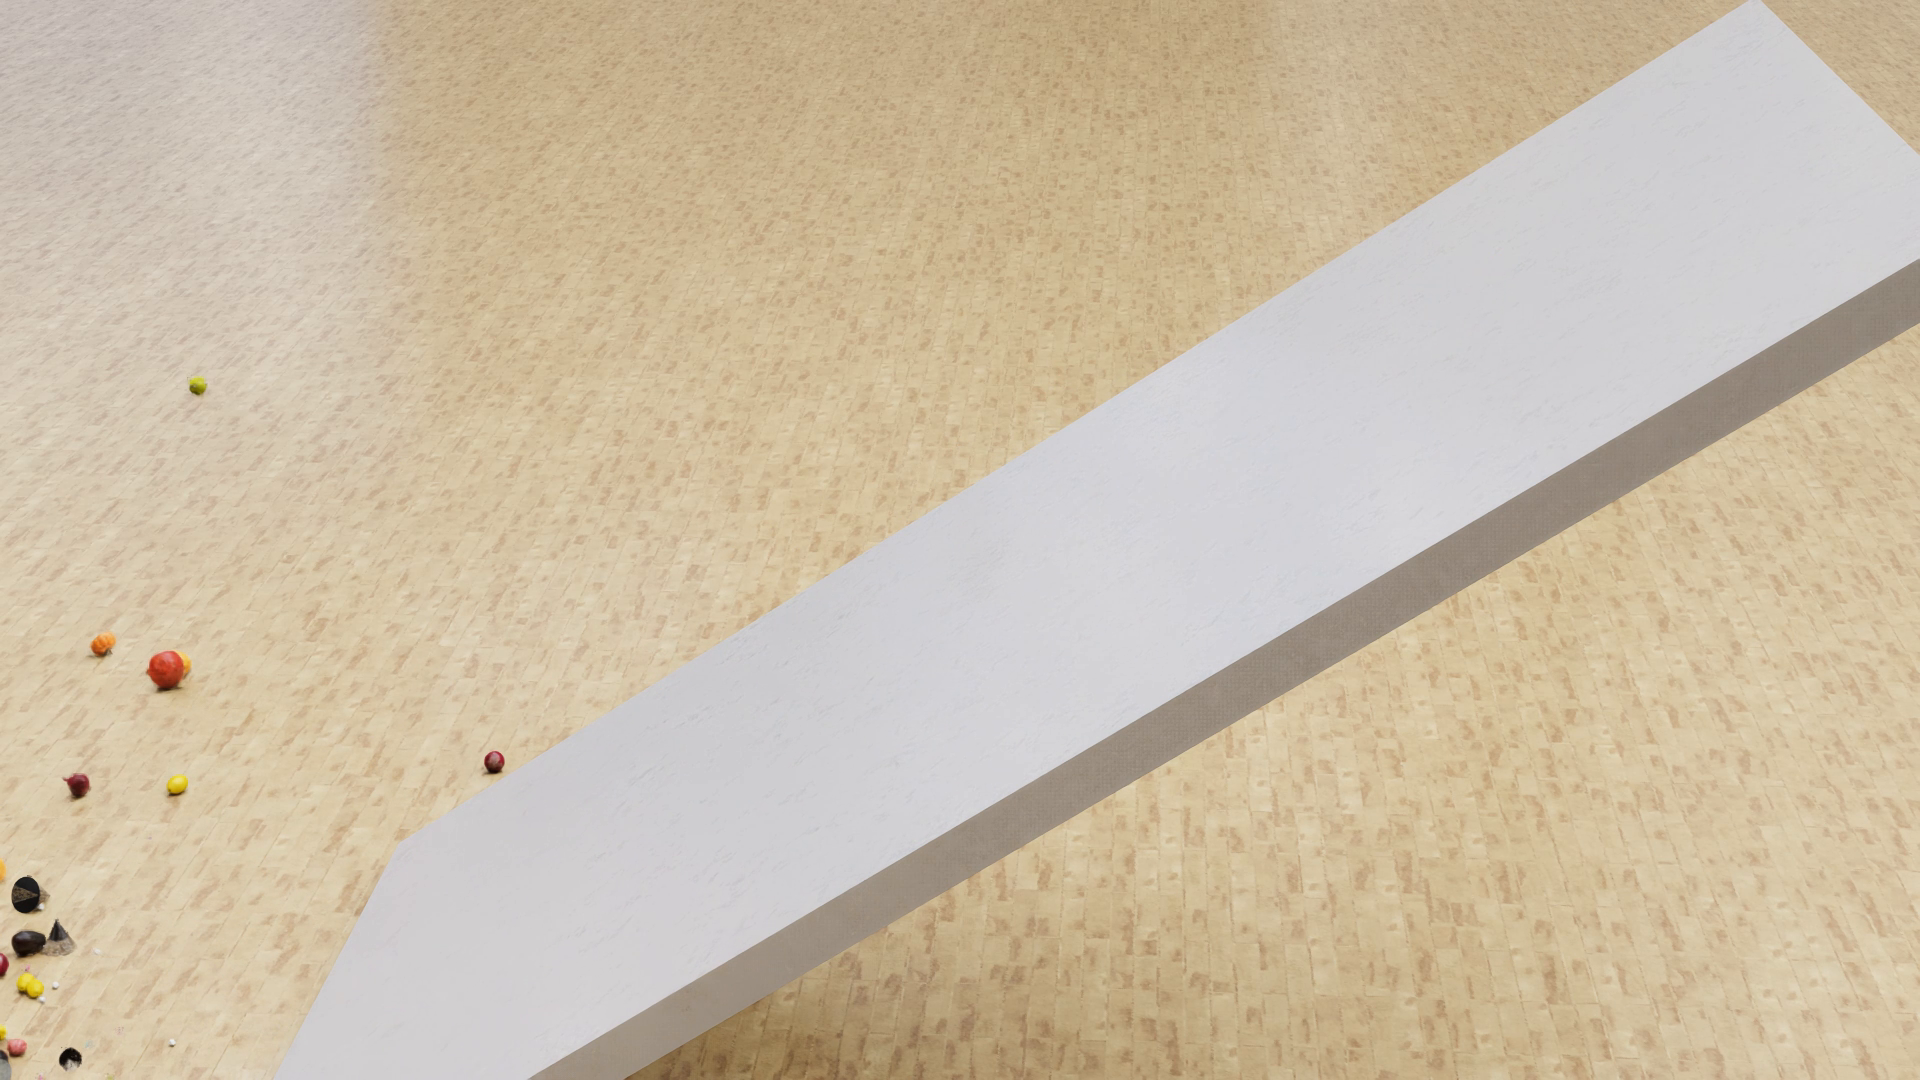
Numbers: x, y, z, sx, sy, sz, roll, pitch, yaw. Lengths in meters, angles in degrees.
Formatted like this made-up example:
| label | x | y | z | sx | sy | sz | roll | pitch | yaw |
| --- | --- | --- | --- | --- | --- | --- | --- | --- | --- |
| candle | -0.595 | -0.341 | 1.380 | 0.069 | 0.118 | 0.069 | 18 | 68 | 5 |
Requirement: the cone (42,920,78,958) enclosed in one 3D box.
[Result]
| label | x | y | z | sx | sy | sz | roll | pitch | yaw |
| --- | --- | --- | --- | --- | --- | --- | --- | --- | --- |
| cone | -2.252 | 0.983 | 7.345 | 0.085 | 0.085 | 0.085 | 0 | 21 | 0 |

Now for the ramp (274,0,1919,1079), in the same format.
| label | x | y | z | sx | sy | sz | roll | pitch | yaw |
| --- | --- | --- | --- | --- | --- | --- | --- | --- | --- |
| ramp | 0.137 | 0.173 | 6.302 | 4.000 | 0.100 | 2.000 | -32 | 16 | 15 |

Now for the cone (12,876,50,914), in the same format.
| label | x | y | z | sx | sy | sz | roll | pitch | yaw |
| --- | --- | --- | --- | --- | --- | --- | --- | --- | --- |
| cone | -2.376 | 0.916 | 7.581 | 0.094 | 0.094 | 0.094 | 11 | -3 | 26 |

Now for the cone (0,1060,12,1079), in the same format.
| label | x | y | z | sx | sy | sz | roll | pitch | yaw |
| --- | --- | --- | --- | --- | --- | --- | --- | --- | --- |
| cone | -2.232 | 1.220 | 6.744 | 0.079 | 0.079 | 0.079 | 10 | 23 | 35 |

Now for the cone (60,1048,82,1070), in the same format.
| label | x | y | z | sx | sy | sz | roll | pitch | yaw |
| --- | --- | --- | --- | --- | --- | --- | --- | --- | --- |
| cone | -2.075 | 1.208 | 6.842 | 0.052 | 0.052 | 0.052 | -13 | -2 | -31 |
